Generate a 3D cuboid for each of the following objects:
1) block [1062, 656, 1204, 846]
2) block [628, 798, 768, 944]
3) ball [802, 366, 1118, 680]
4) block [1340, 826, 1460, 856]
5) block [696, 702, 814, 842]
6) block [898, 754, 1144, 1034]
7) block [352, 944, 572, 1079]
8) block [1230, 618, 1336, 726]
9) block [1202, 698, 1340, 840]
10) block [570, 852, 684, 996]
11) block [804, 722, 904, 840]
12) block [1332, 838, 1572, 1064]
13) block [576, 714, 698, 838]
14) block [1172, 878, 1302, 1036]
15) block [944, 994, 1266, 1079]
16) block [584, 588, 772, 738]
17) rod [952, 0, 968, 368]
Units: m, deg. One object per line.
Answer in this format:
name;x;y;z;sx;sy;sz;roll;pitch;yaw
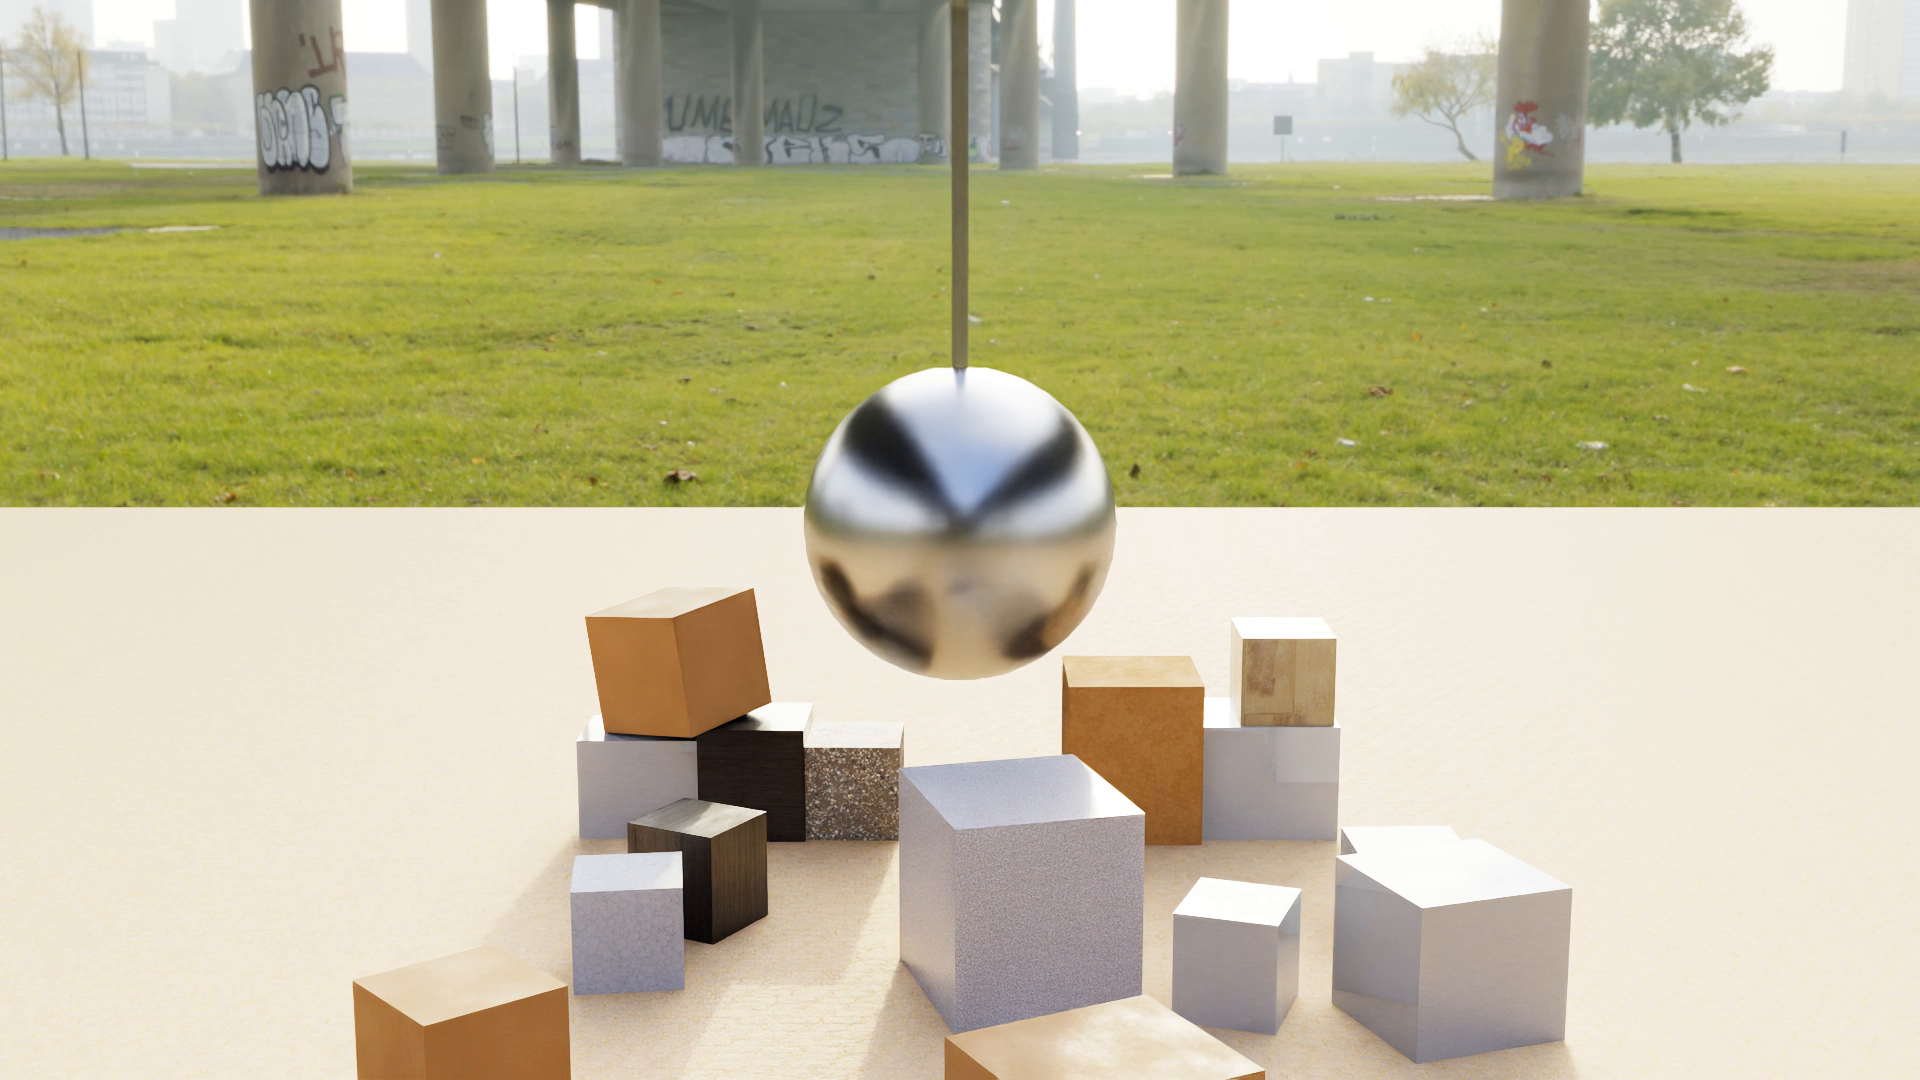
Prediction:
block;0.880;1.076;11.350;0.677;0.823;0.672;0;10;0
block;-1.186;1.494;9.972;0.456;0.493;0.437;6;12;28
ball;0.000;-0.084;11.210;1.600;1.600;1.600;0;10;0
block;2.004;1.550;9.915;0.499;0.402;0.431;0;10;-2
block;-1.049;1.193;11.372;0.539;0.583;0.554;0;10;1
block;0.238;1.454;9.176;0.787;0.855;0.897;-3;11;-16
block;-1.754;1.845;7.764;0.551;0.593;0.537;-9;13;-40
block;1.652;0.672;11.291;0.472;0.454;0.474;0;10;0
block;1.572;1.182;11.410;0.689;0.592;0.590;0;10;0
block;-1.411;1.626;9.369;0.460;0.448;0.477;-1;10;-7
block;-0.540;1.242;11.371;0.479;0.487;0.494;0;10;1
block;1.961;1.633;8.825;0.677;0.630;0.654;-4;11;-20
block;-1.631;1.223;11.407;0.610;0.513;0.511;0;10;1
block;1.132;1.692;8.978;0.424;0.458;0.460;4;11;20
block;0.448;1.946;6.994;0.762;0.669;0.690;-5;12;-27
block;-1.441;0.615;11.284;0.607;0.614;0.623;-1;12;36
rod;0.000;-3.425;10.577;0.080;5.200;0.080;0;11;0
